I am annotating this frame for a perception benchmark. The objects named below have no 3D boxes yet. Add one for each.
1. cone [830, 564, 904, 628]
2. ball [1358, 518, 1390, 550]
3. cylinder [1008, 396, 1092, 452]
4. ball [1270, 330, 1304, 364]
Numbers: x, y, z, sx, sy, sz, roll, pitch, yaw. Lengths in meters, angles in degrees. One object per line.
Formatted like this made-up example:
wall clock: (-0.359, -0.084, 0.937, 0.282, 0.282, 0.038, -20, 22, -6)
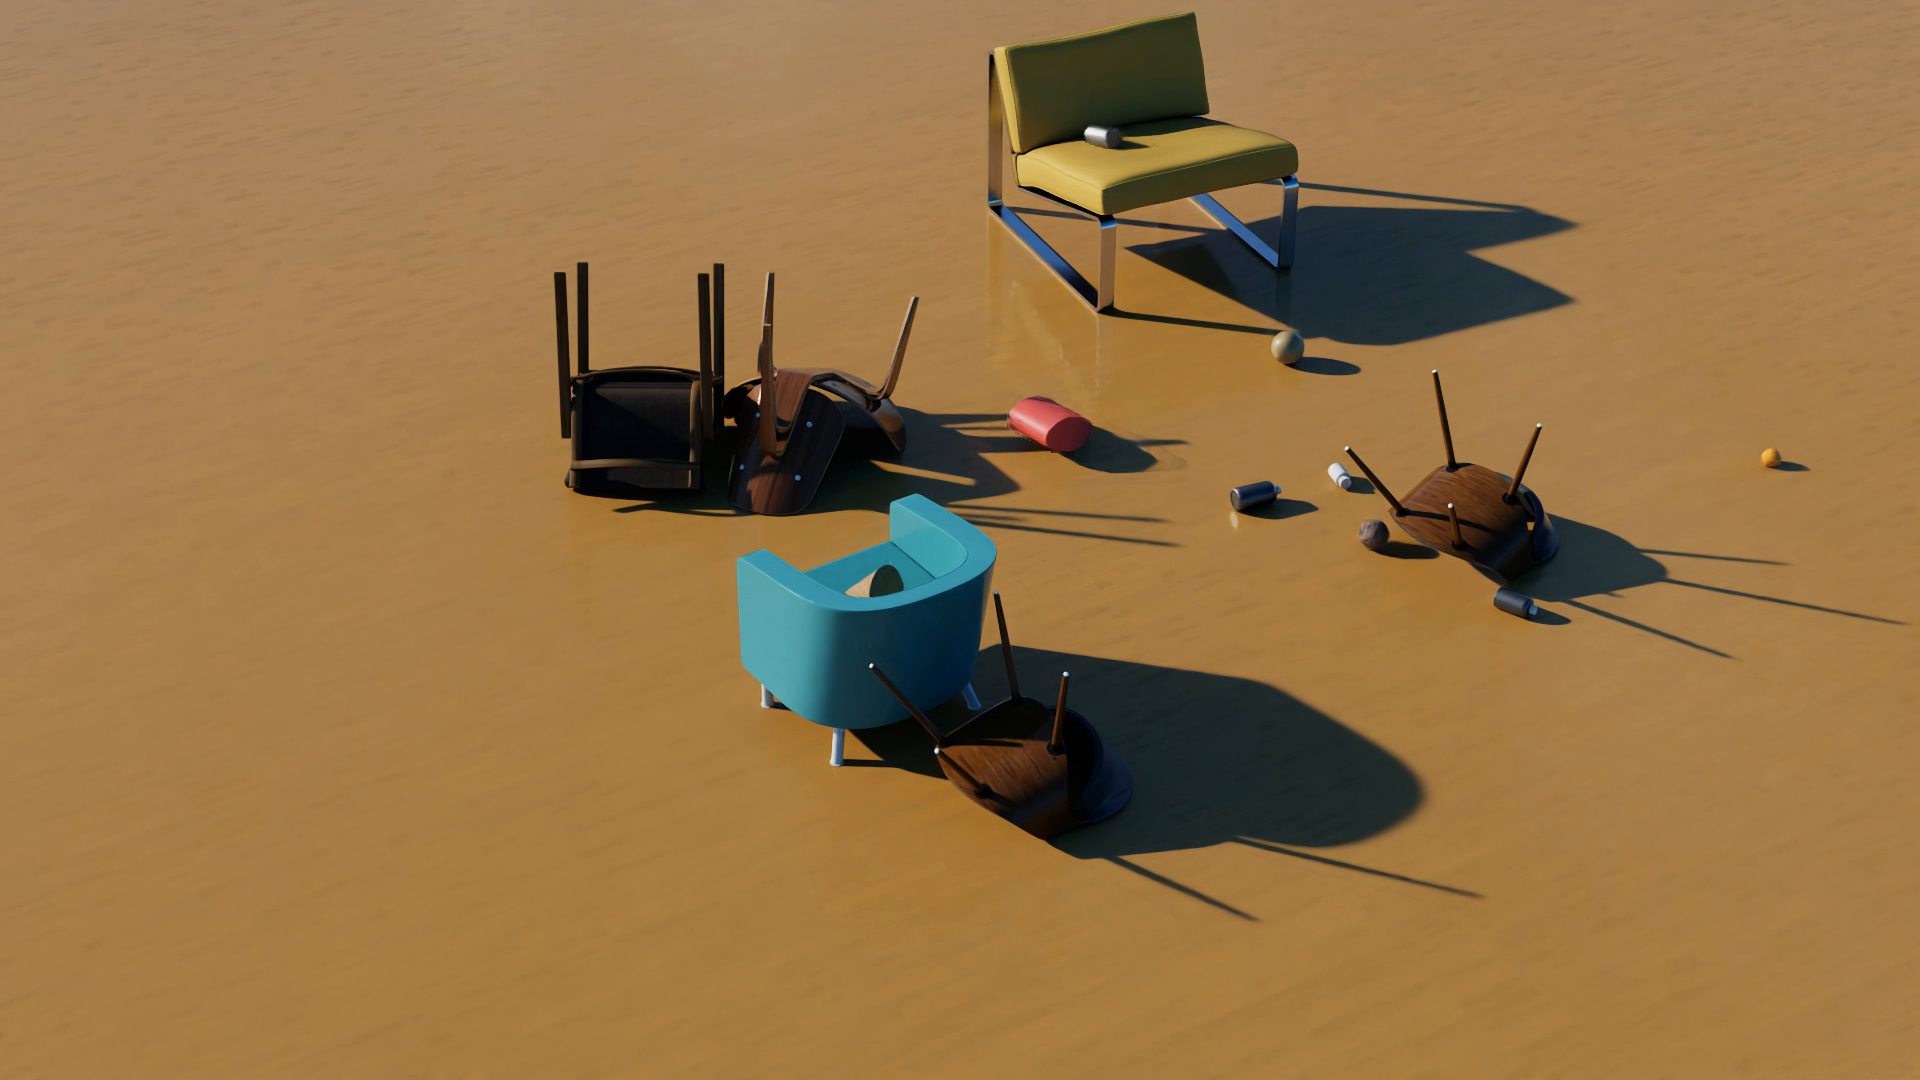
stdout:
cone: (-0.339, 0.196, 9.768, 0.236, 0.185, 0.223, -5, 54, 35)
ball: (1.535, -0.022, 10.875, 0.113, 0.113, 0.113, 0, 33, 0)
cylinder: (0.355, -0.454, 11.480, 0.266, 0.151, 0.211, -6, 29, -46)
ball: (1.343, -0.790, 12.018, 0.138, 0.138, 0.138, 0, 33, 0)
